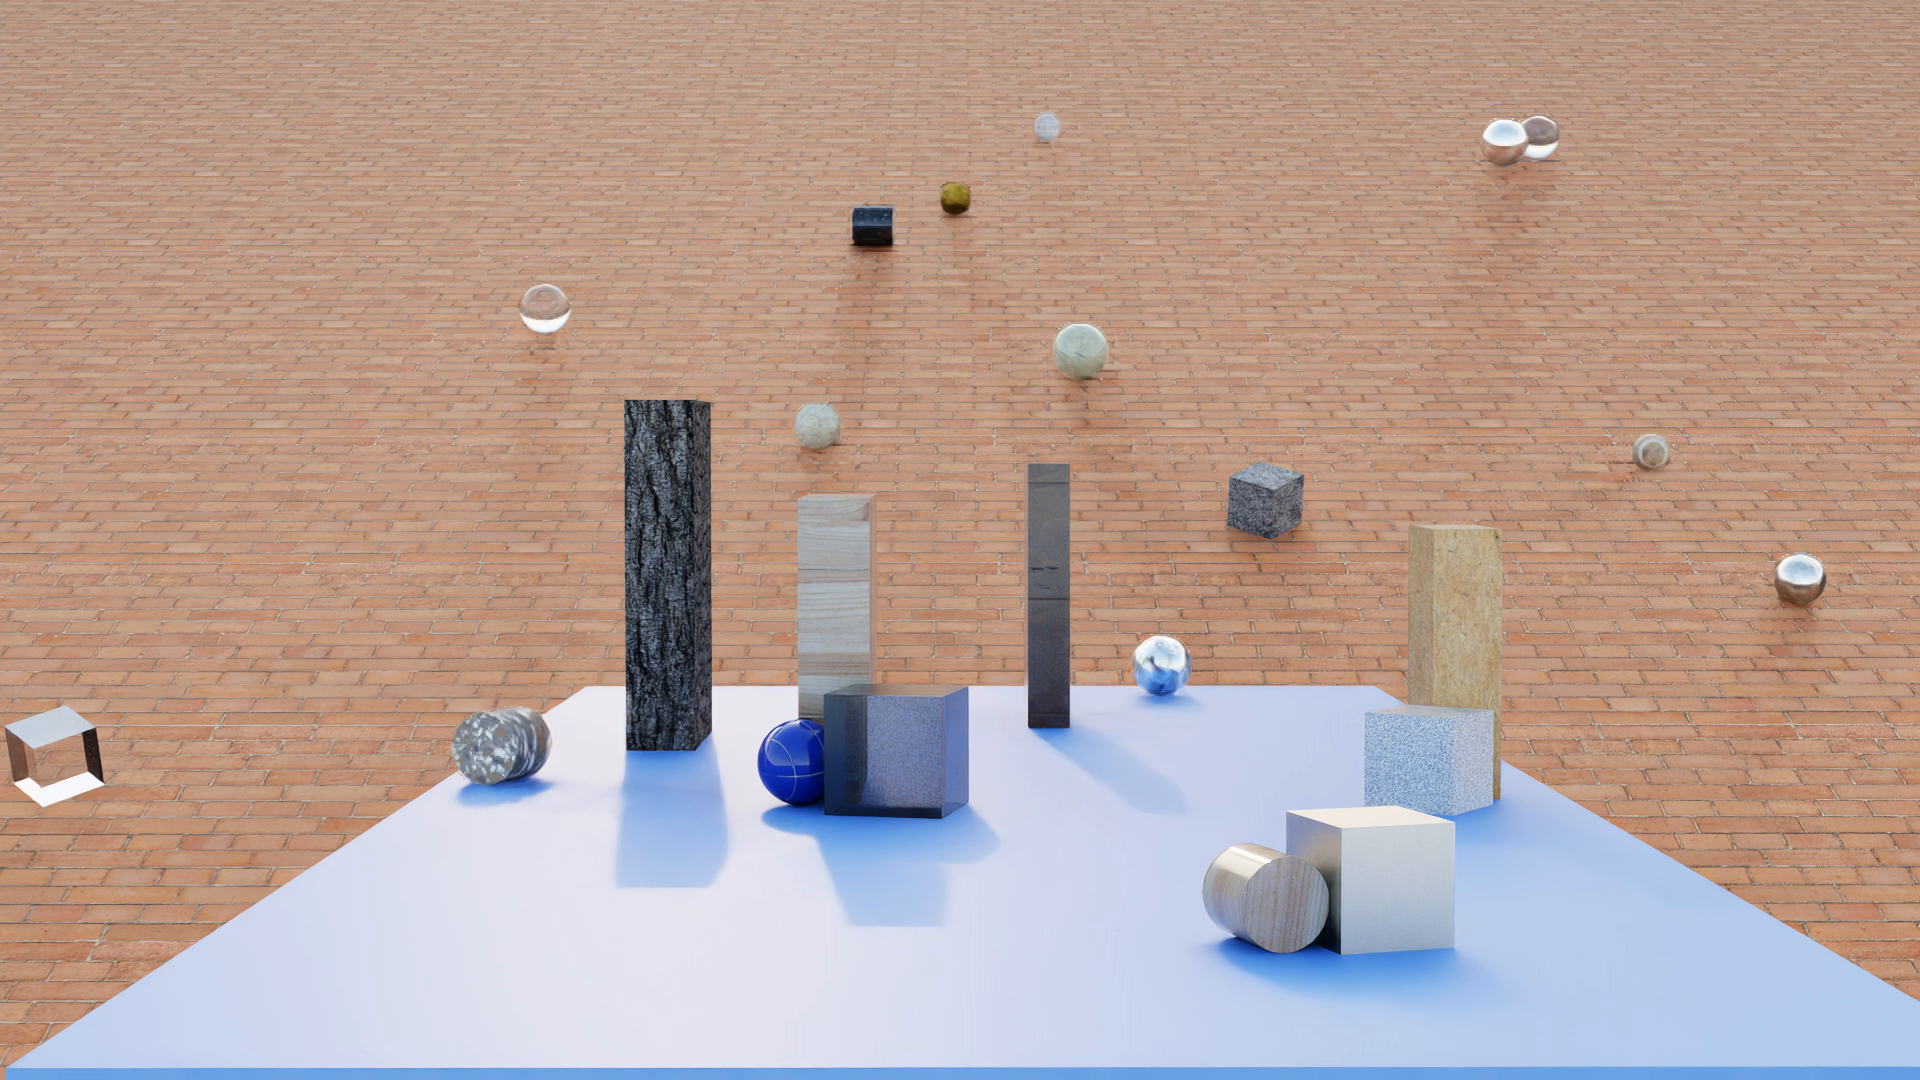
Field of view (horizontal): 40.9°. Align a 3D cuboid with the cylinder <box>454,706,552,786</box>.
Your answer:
[{"bbox_3d":[-0.836,0.376,4.706,0.130,0.130,0.130,9,5,20],"label":"cylinder"}]

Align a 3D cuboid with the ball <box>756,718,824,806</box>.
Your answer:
[{"bbox_3d":[-0.273,0.378,4.390,0.147,0.147,0.147,0,24,0],"label":"ball"}]

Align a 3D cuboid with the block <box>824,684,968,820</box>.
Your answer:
[{"bbox_3d":[-0.105,0.353,4.342,0.201,0.201,0.201,0,2,13],"label":"block"}]

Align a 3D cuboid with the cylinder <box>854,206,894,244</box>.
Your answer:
[{"bbox_3d":[-0.343,-1.253,10.248,0.155,0.155,0.155,1,24,1],"label":"cylinder"}]

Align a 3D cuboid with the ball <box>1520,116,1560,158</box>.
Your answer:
[{"bbox_3d":[2.559,-1.783,11.407,0.187,0.187,0.187,0,24,0],"label":"ball"}]

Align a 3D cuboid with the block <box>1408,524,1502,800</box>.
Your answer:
[{"bbox_3d":[0.876,0.211,4.572,0.118,0.468,0.248,0,2,0],"label":"block"}]

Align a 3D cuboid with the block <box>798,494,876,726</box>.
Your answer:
[{"bbox_3d":[-0.219,0.181,4.658,0.124,0.521,0.403,0,2,0],"label":"block"}]

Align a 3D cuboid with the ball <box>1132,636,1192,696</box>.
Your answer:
[{"bbox_3d":[0.492,0.307,6.296,0.146,0.146,0.146,0,24,0],"label":"ball"}]

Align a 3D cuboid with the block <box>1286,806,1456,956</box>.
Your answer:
[{"bbox_3d":[0.507,0.419,3.195,0.153,0.153,0.153,-1,2,-18],"label":"block"}]

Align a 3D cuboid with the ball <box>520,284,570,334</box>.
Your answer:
[{"bbox_3d":[-1.495,-0.833,9.273,0.177,0.177,0.177,0,24,0],"label":"ball"}]

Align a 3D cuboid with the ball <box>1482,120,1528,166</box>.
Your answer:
[{"bbox_3d":[2.389,-1.742,11.297,0.202,0.202,0.202,0,24,0],"label":"ball"}]

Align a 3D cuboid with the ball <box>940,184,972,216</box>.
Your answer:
[{"bbox_3d":[-0.019,-1.407,10.628,0.131,0.131,0.131,0,24,0],"label":"ball"}]

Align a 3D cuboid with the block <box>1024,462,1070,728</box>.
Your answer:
[{"bbox_3d":[0.192,0.115,5.747,0.090,0.572,0.356,0,2,0],"label":"block"}]

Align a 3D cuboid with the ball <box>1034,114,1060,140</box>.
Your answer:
[{"bbox_3d":[0.396,-1.874,11.697,0.119,0.119,0.119,0,24,0],"label":"ball"}]

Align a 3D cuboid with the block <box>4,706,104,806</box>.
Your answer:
[{"bbox_3d":[-2.192,0.522,6.236,0.158,0.158,0.158,-21,31,-39],"label":"block"}]

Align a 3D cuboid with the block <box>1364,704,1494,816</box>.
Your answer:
[{"bbox_3d":[0.796,0.371,4.369,0.162,0.162,0.162,1,3,35],"label":"block"}]

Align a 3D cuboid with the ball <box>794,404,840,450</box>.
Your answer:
[{"bbox_3d":[-0.457,-0.363,8.246,0.149,0.149,0.149,0,24,0],"label":"ball"}]

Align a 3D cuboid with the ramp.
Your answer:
[{"bbox_3d":[0.055,0.496,4.544,2.000,0.100,4.000,0,2,0],"label":"ramp"}]

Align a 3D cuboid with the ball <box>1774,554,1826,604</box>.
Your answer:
[{"bbox_3d":[2.343,0.111,7.186,0.140,0.140,0.140,0,24,0],"label":"ball"}]

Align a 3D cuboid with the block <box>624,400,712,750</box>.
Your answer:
[{"bbox_3d":[-0.601,0.065,5.334,0.139,0.704,0.361,0,2,0],"label":"block"}]

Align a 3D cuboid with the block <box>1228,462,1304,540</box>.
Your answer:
[{"bbox_3d":[0.912,-0.119,7.682,0.159,0.159,0.159,19,30,37],"label":"block"}]

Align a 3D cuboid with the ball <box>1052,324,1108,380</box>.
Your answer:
[{"bbox_3d":[0.413,-0.646,8.830,0.194,0.194,0.194,0,24,0],"label":"ball"}]

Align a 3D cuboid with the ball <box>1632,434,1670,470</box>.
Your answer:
[{"bbox_3d":[2.169,-0.276,8.091,0.114,0.114,0.114,0,24,0],"label":"ball"}]
